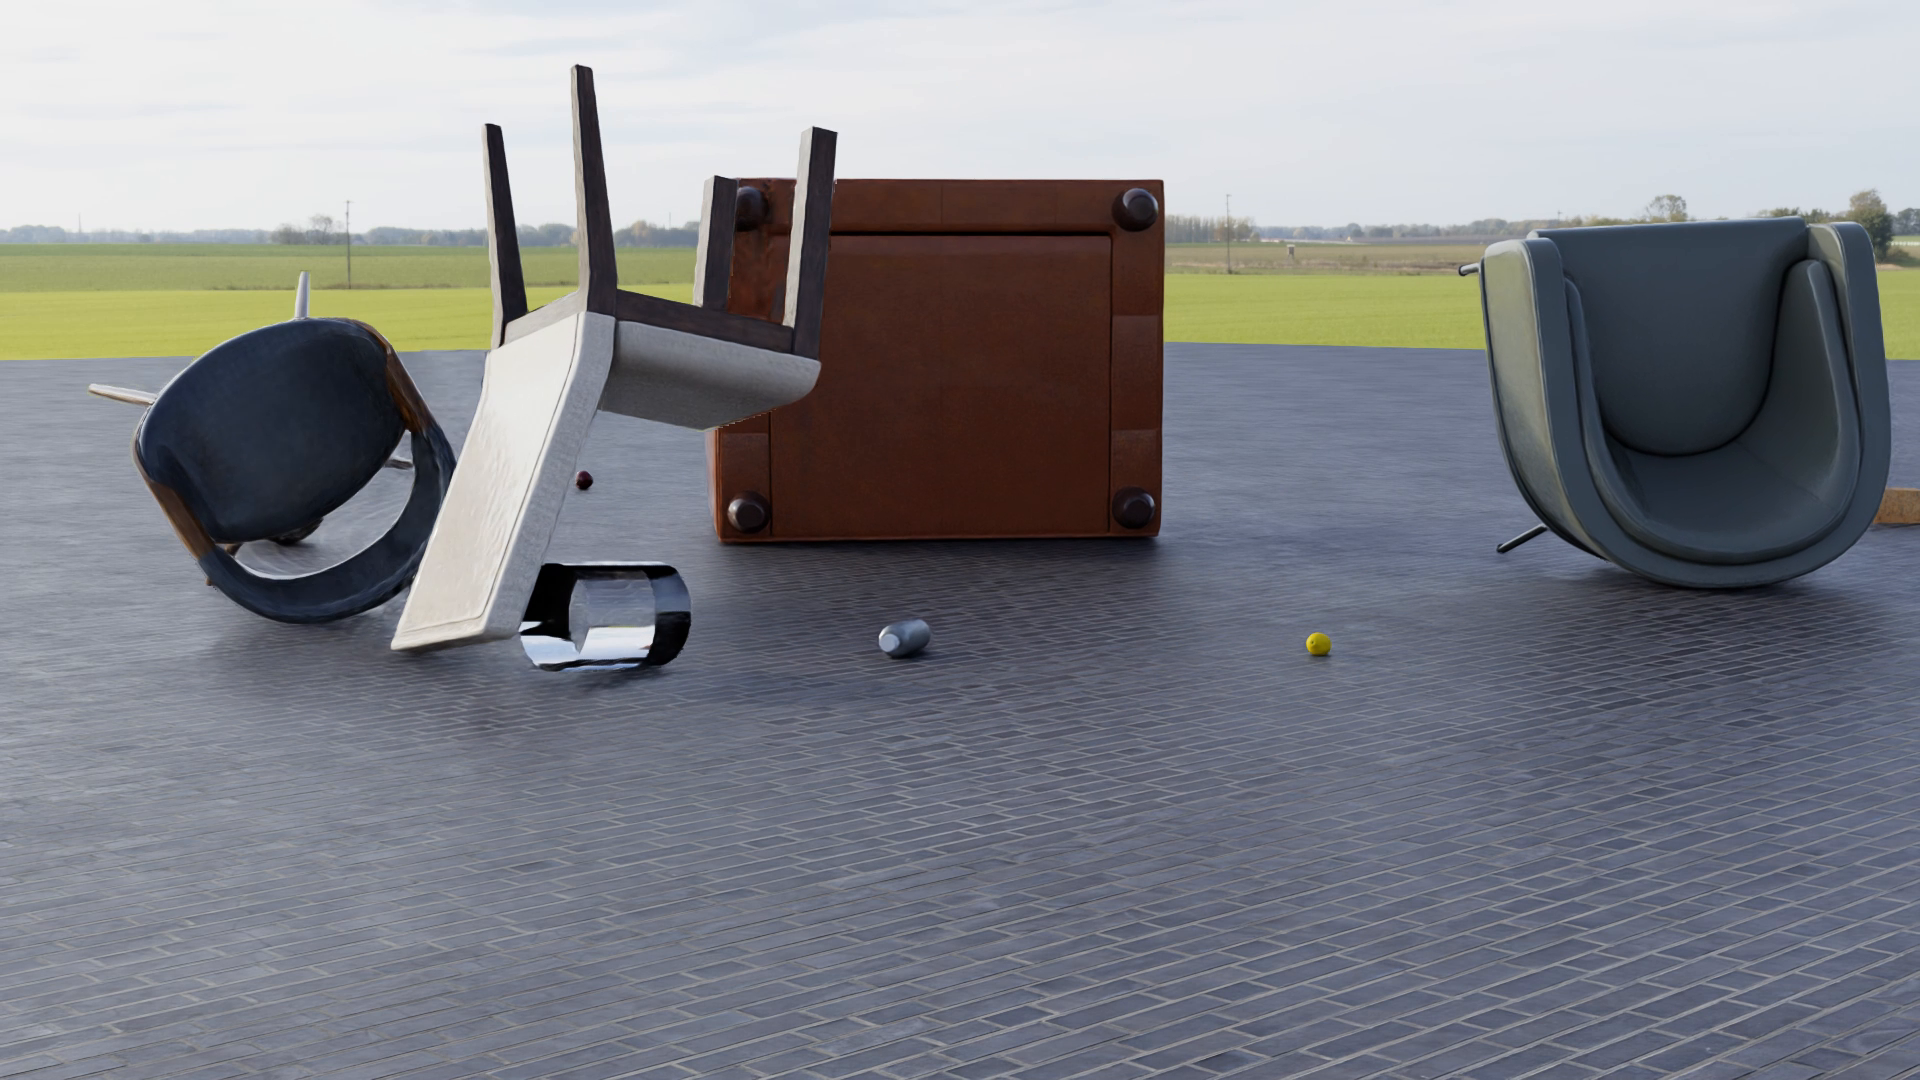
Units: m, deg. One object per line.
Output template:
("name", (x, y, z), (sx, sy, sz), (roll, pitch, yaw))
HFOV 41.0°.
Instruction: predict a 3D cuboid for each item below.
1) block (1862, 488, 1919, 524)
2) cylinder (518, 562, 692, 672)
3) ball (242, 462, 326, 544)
("block", (2.503, -0.094, 6.894), (0.134, 0.088, 0.093), (1, 6, 10))
("cylinder", (-0.586, 0.125, 4.244), (0.169, 0.178, 0.230), (23, 14, 36))
("ball", (-1.666, -0.093, 6.326), (0.202, 0.202, 0.202), (0, 6, 0))
